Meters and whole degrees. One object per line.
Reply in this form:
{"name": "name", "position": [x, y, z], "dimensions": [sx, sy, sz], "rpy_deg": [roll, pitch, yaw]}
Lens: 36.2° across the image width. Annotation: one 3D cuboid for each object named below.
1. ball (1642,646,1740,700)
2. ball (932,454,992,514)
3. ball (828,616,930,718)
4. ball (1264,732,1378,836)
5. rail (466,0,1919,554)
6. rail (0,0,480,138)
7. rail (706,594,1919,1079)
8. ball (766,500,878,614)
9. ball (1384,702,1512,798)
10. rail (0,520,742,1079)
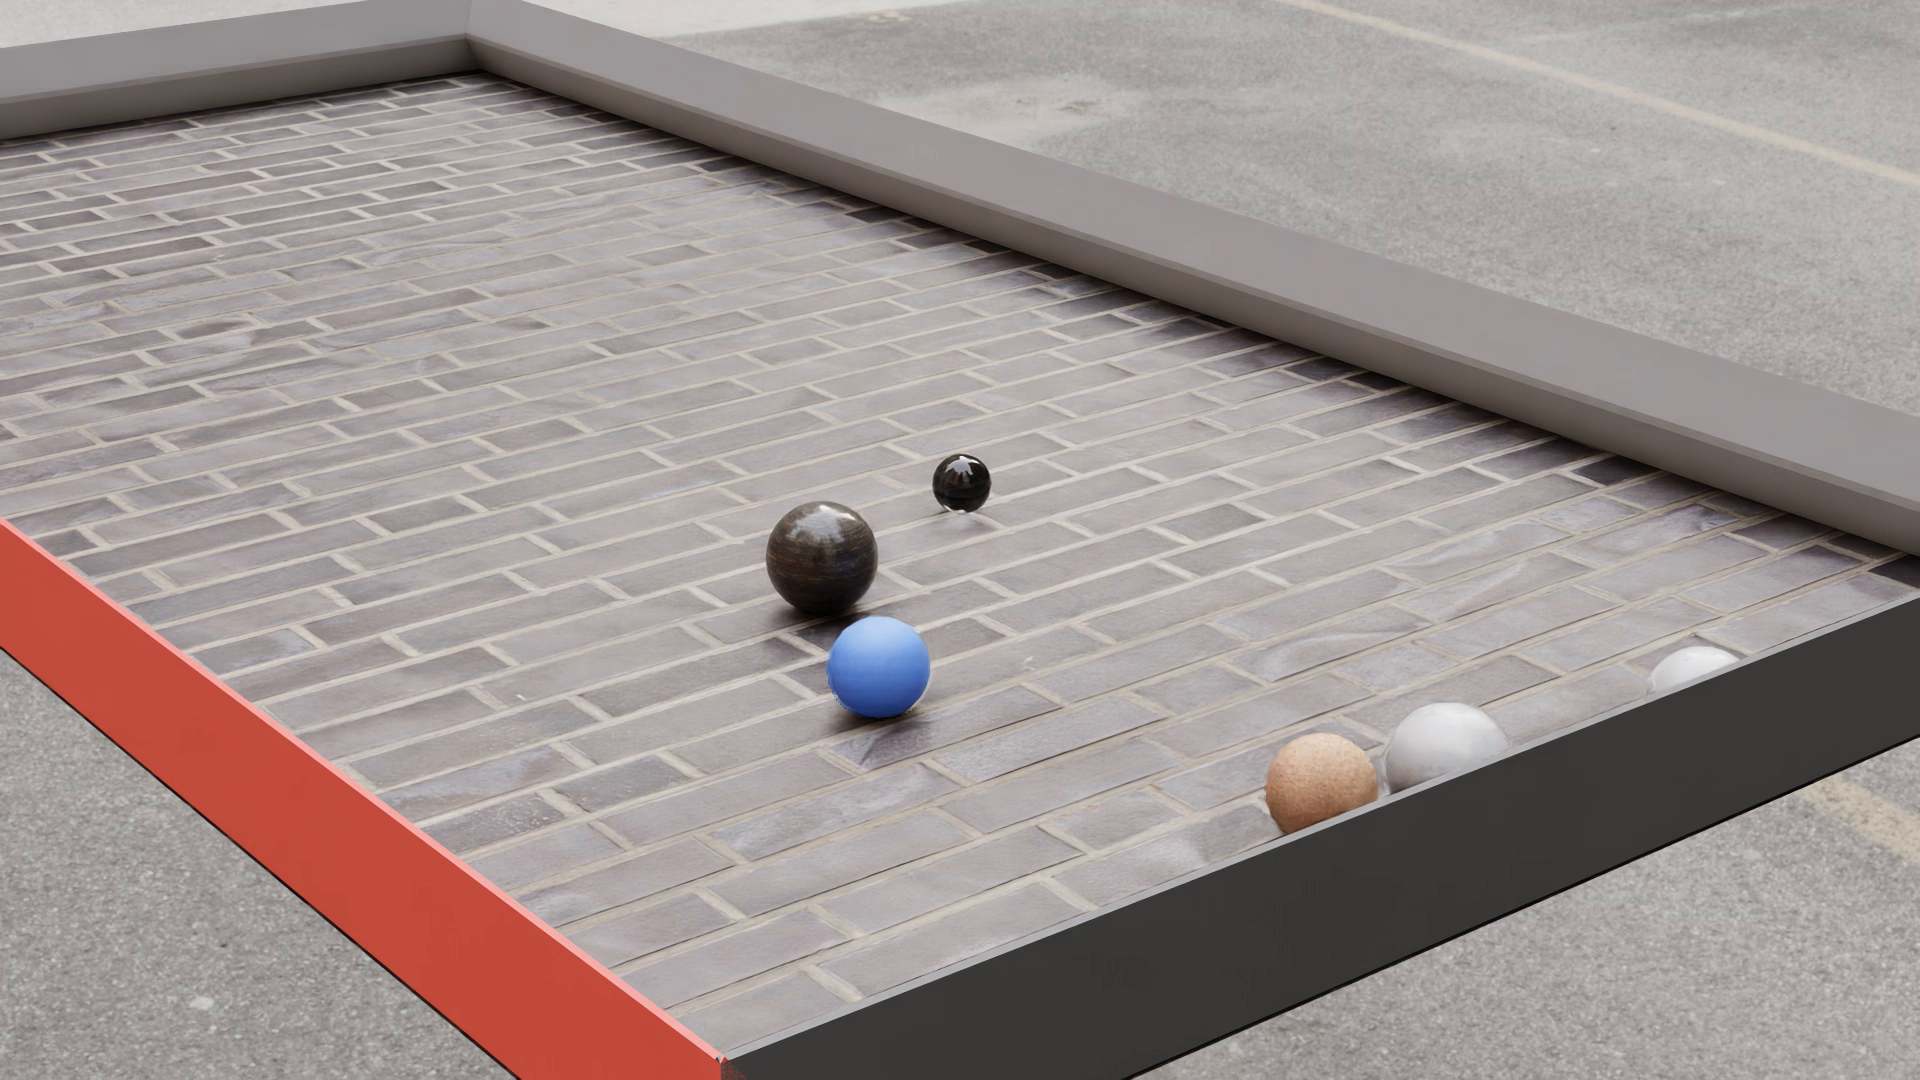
{"name": "ball", "position": [0.560, 0.123, 2.223], "dimensions": [0.086, 0.086, 0.086], "rpy_deg": [0, 21, 0]}
{"name": "ball", "position": [0.002, -0.052, 2.716], "dimensions": [0.055, 0.055, 0.055], "rpy_deg": [0, 21, 0]}
{"name": "ball", "position": [-0.063, 0.099, 2.294], "dimensions": [0.080, 0.080, 0.080], "rpy_deg": [0, 21, 0]}
{"name": "ball", "position": [0.257, 0.177, 2.092], "dimensions": [0.080, 0.080, 0.080], "rpy_deg": [0, 21, 0]}
{"name": "rail", "position": [0.111, -0.377, 3.455], "dimensions": [0.045, 0.124, 2.822], "rpy_deg": [-16, 26, -35]}
{"name": "rail", "position": [-1.287, -0.620, 4.079], "dimensions": [1.429, 0.124, 0.045], "rpy_deg": [-16, 26, -35]}
{"name": "rail", "position": [0.419, 0.173, 2.040], "dimensions": [1.429, 0.124, 0.045], "rpy_deg": [-16, 26, -35]}
{"name": "ball", "position": [-0.117, 0.015, 2.489], "dimensions": [0.096, 0.096, 0.096], "rpy_deg": [0, 21, 0]}
{"name": "ball", "position": [0.351, 0.162, 2.115], "dimensions": [0.092, 0.092, 0.092], "rpy_deg": [0, 21, 0]}
{"name": "rail", "position": [-0.979, -0.070, 2.663], "dimensions": [0.045, 0.124, 2.822], "rpy_deg": [-16, 26, -35]}
